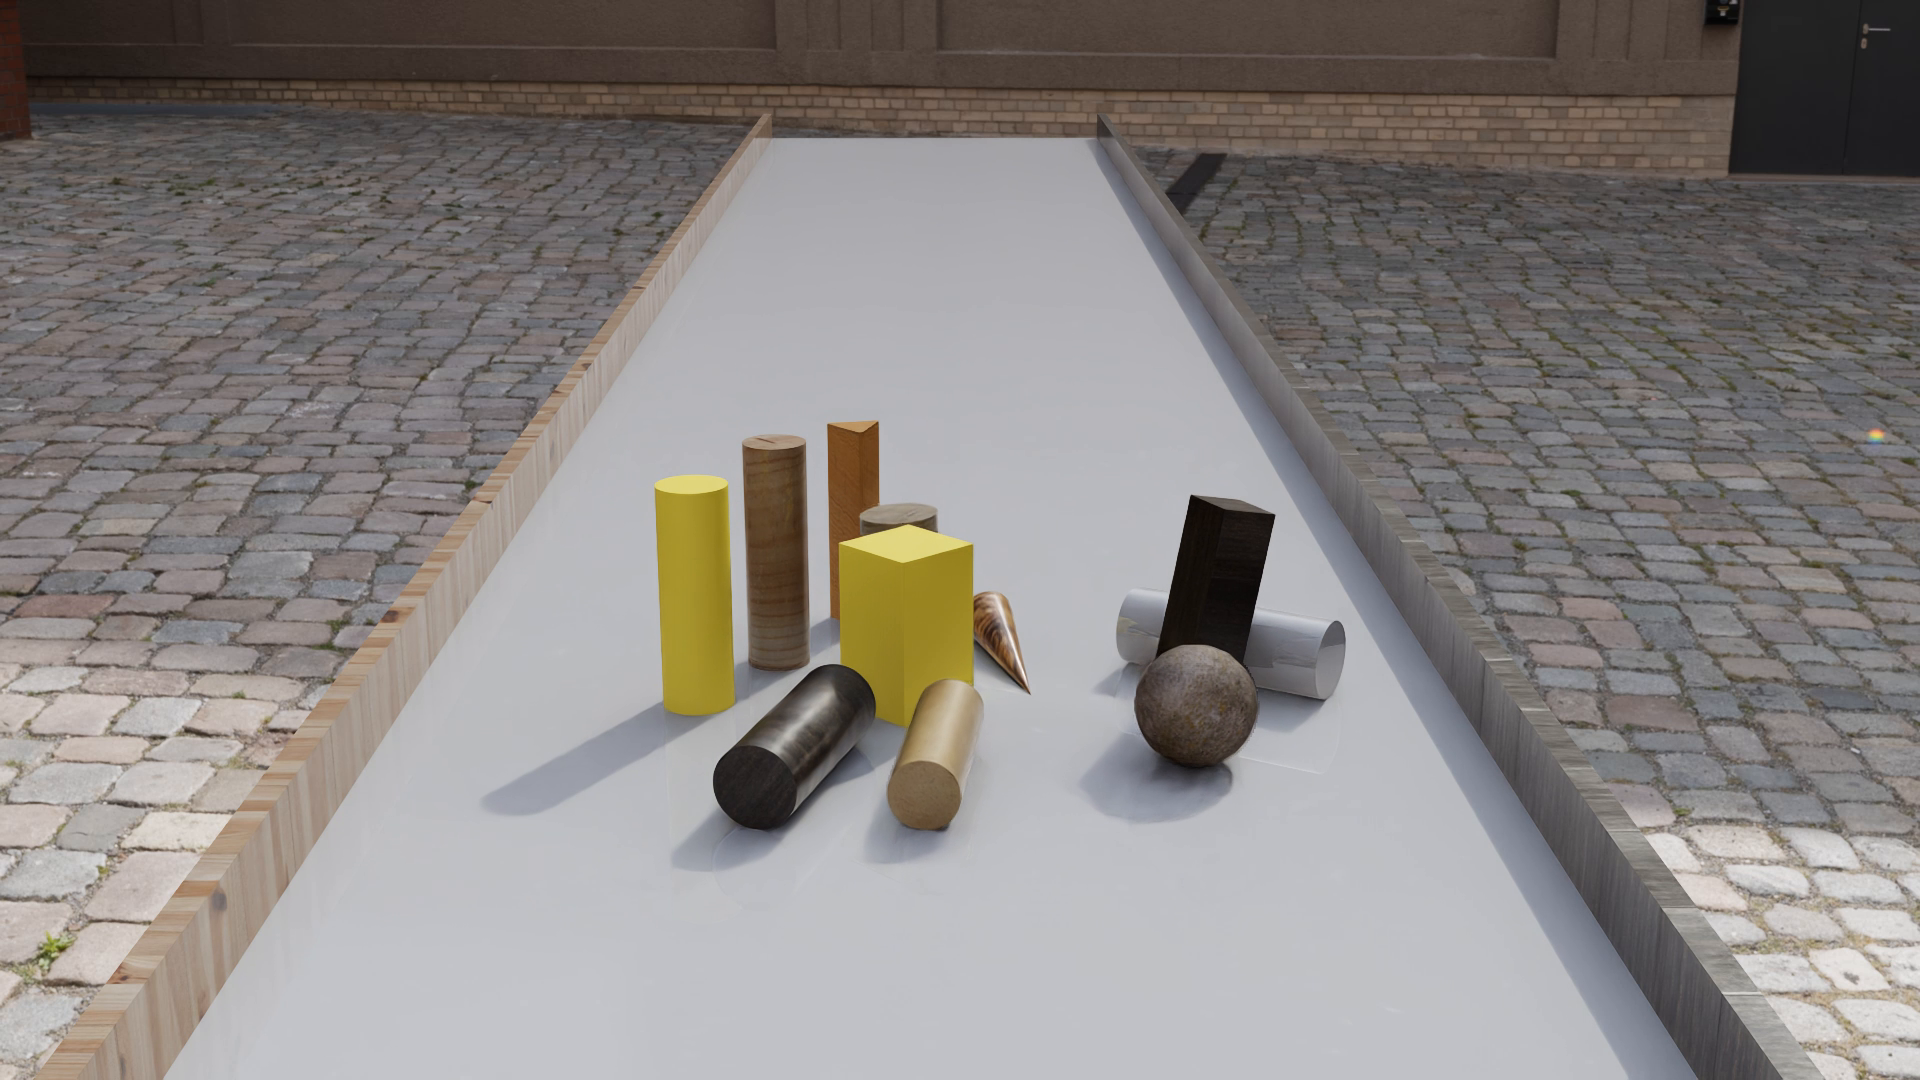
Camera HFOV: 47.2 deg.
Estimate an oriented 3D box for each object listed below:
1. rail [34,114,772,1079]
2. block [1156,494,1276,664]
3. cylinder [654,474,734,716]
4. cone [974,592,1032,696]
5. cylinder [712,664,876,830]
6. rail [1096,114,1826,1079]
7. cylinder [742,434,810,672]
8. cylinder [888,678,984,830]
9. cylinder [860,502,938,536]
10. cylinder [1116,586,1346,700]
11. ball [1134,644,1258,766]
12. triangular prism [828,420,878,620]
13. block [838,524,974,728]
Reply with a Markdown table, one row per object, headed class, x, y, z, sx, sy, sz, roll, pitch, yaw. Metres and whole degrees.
| class | x | y | z | sx | sy | sz | roll | pitch | yaw |
| --- | --- | --- | --- | --- | --- | --- | --- | --- | --- |
| rail | -1.118 | -0.838 | 7.780 | 0.050 | 0.150 | 12.000 | 0 | 17 | -1 |
| block | 0.471 | 0.120 | 4.120 | 0.115 | 0.385 | 0.115 | 5 | 12 | -30 |
| cylinder | -0.496 | 0.103 | 4.125 | 0.136 | 0.430 | 0.136 | 0 | 17 | 0 |
| cone | 0.096 | 0.226 | 4.374 | 0.107 | 0.107 | 0.347 | -4 | 26 | -13 |
| cylinder | -0.279 | 0.350 | 3.791 | 0.148 | 0.148 | 0.408 | 5 | 17 | 16 |
| rail | 0.932 | -0.844 | 7.801 | 0.050 | 0.150 | 12.000 | 0 | 17 | -1 |
| cylinder | -0.362 | 0.026 | 4.347 | 0.125 | 0.452 | 0.125 | 0 | 17 | 0 |
| cylinder | -0.038 | 0.364 | 3.789 | 0.123 | 0.123 | 0.390 | 2 | 17 | 6 |
| cylinder | -0.111 | 0.095 | 4.353 | 0.153 | 0.307 | 0.153 | -3 | 16 | 1 |
| cylinder | 0.527 | 0.198 | 4.293 | 0.419 | 0.153 | 0.153 | 10 | 19 | 30 |
| ball | 0.415 | 0.290 | 3.873 | 0.215 | 0.215 | 0.215 | 0 | 17 | 0 |
| triangular prism | -0.205 | -0.037 | 4.613 | 0.093 | 0.422 | 0.107 | -15 | 22 | -41 |
| block | -0.101 | 0.158 | 4.137 | 0.177 | 0.318 | 0.177 | -15 | 22 | -42 |
